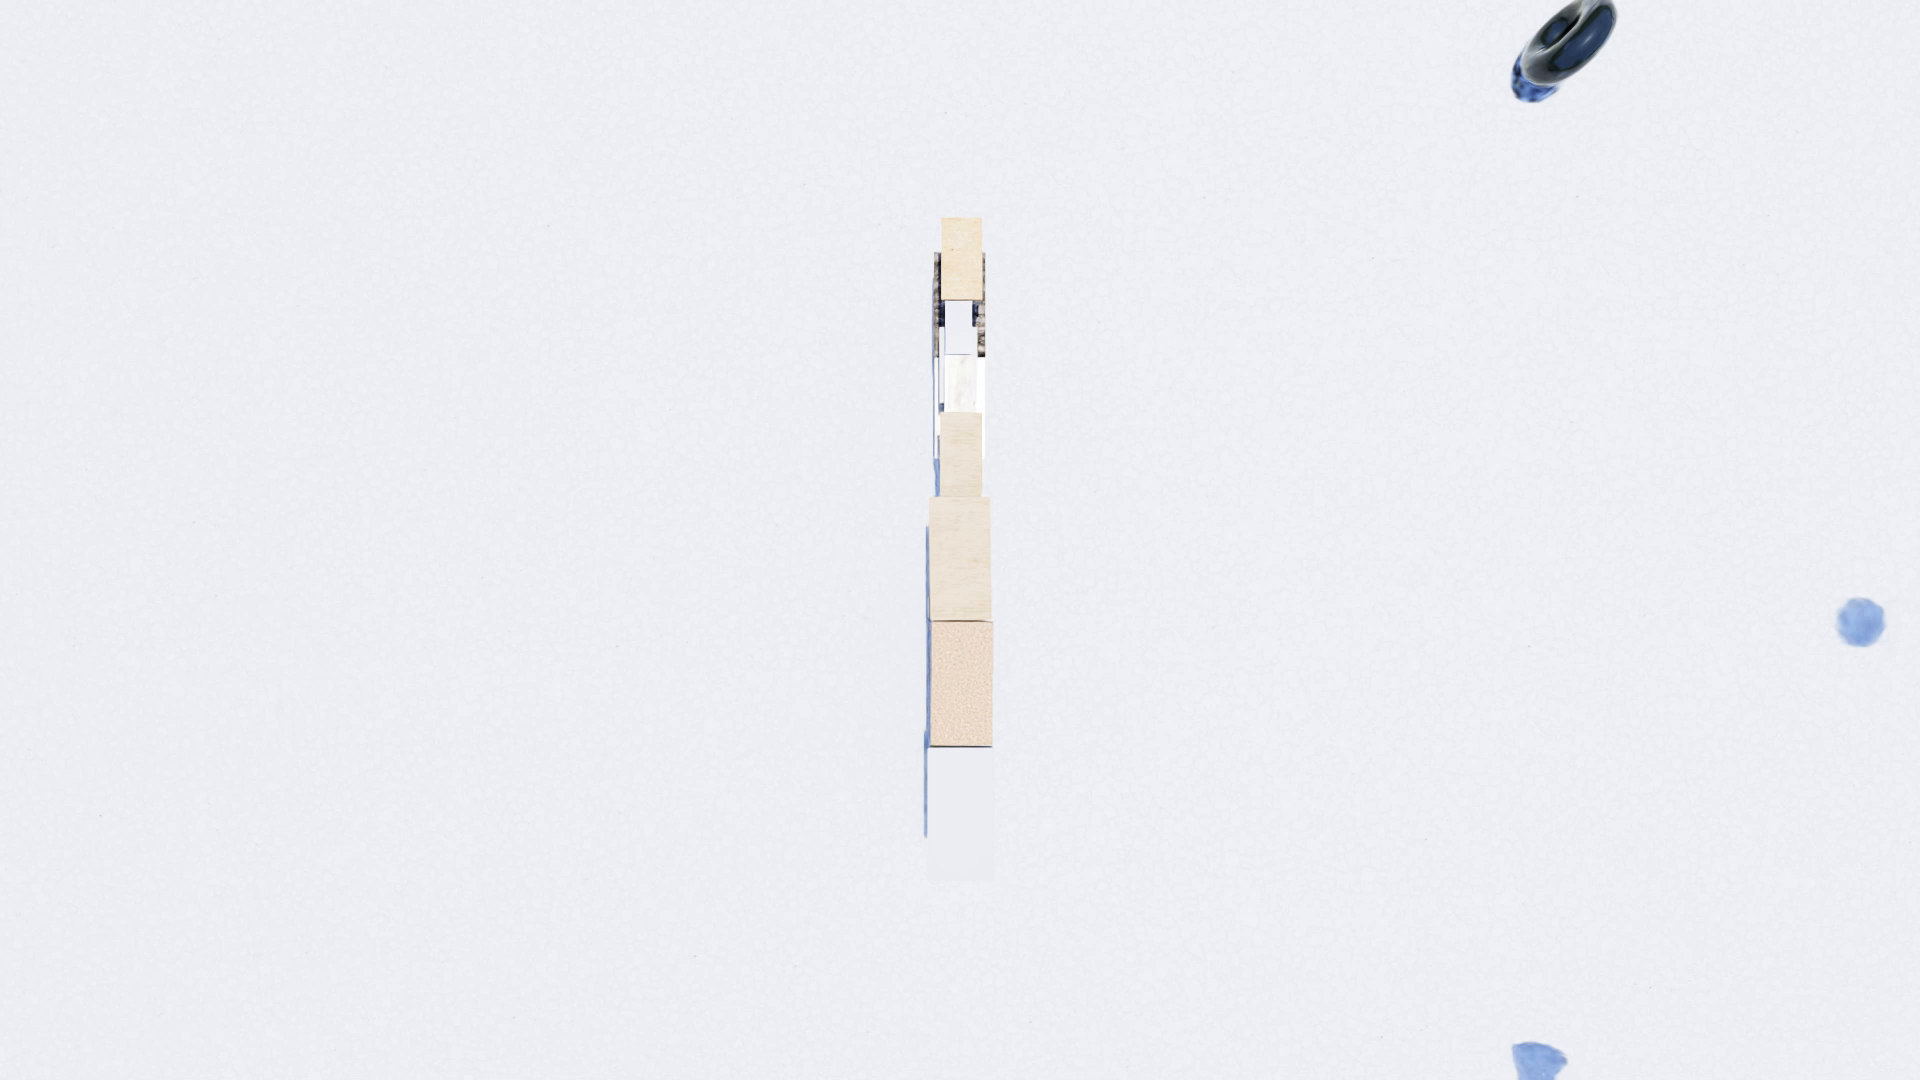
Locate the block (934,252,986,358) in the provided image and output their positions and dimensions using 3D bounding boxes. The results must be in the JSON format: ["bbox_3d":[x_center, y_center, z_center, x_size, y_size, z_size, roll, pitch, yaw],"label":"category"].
[{"bbox_3d":[-0.001,-0.735,5.153,0.162,0.046,0.324,0,90,0],"label":"block"}]

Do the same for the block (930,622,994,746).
[{"bbox_3d":[0.006,0.391,4.505,0.168,0.048,0.336,0,90,0],"label":"block"}]

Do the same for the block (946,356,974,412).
[{"bbox_3d":[-0.002,-0.446,4.705,0.080,0.023,0.160,0,90,0],"label":"block"}]

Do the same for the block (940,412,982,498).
[{"bbox_3d":[0.004,-0.241,4.671,0.119,0.034,0.239,0,90,0],"label":"block"}]

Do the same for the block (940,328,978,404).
[{"bbox_3d":[-0.005,-0.518,4.892,0.111,0.031,0.222,0,90,0],"label":"block"}]

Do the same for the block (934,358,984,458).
[{"bbox_3d":[0.000,-0.412,5.167,0.156,0.044,0.311,0,90,0],"label":"block"}]

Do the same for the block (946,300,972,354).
[{"bbox_3d":[-0.003,-0.606,4.714,0.076,0.021,0.151,0,90,0],"label":"block"}]

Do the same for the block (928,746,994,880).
[{"bbox_3d":[0.003,0.741,4.480,0.179,0.051,0.358,0,90,0],"label":"block"}]

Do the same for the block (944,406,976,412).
[{"bbox_3d":[0.001,-0.307,4.940,0.095,0.027,0.191,0,90,0],"label":"block"}]

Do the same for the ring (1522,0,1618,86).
[{"bbox_3d":[1.970,-1.617,5.337,0.114,0.343,0.343,38,90,-17],"label":"ring"}]

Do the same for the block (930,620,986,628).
[{"bbox_3d":[-0.007,0.094,4.888,0.165,0.047,0.330,0,90,0],"label":"block"}]

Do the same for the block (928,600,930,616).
[{"bbox_3d":[-0.011,0.203,5.077,0.165,0.330,0.047,1,90,0],"label":"block"}]

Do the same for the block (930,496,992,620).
[{"bbox_3d":[0.001,0.049,4.508,0.166,0.047,0.333,-1,90,0],"label":"block"}]

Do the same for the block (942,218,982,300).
[{"bbox_3d":[0.005,-0.803,4.721,0.117,0.033,0.233,0,90,0],"label":"block"}]

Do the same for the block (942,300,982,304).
[{"bbox_3d":[0.005,-0.726,4.854,0.117,0.233,0.033,0,90,0],"label":"block"}]

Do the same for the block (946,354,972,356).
[{"bbox_3d":[-0.003,-0.556,4.801,0.076,0.151,0.021,0,90,0],"label":"block"}]
